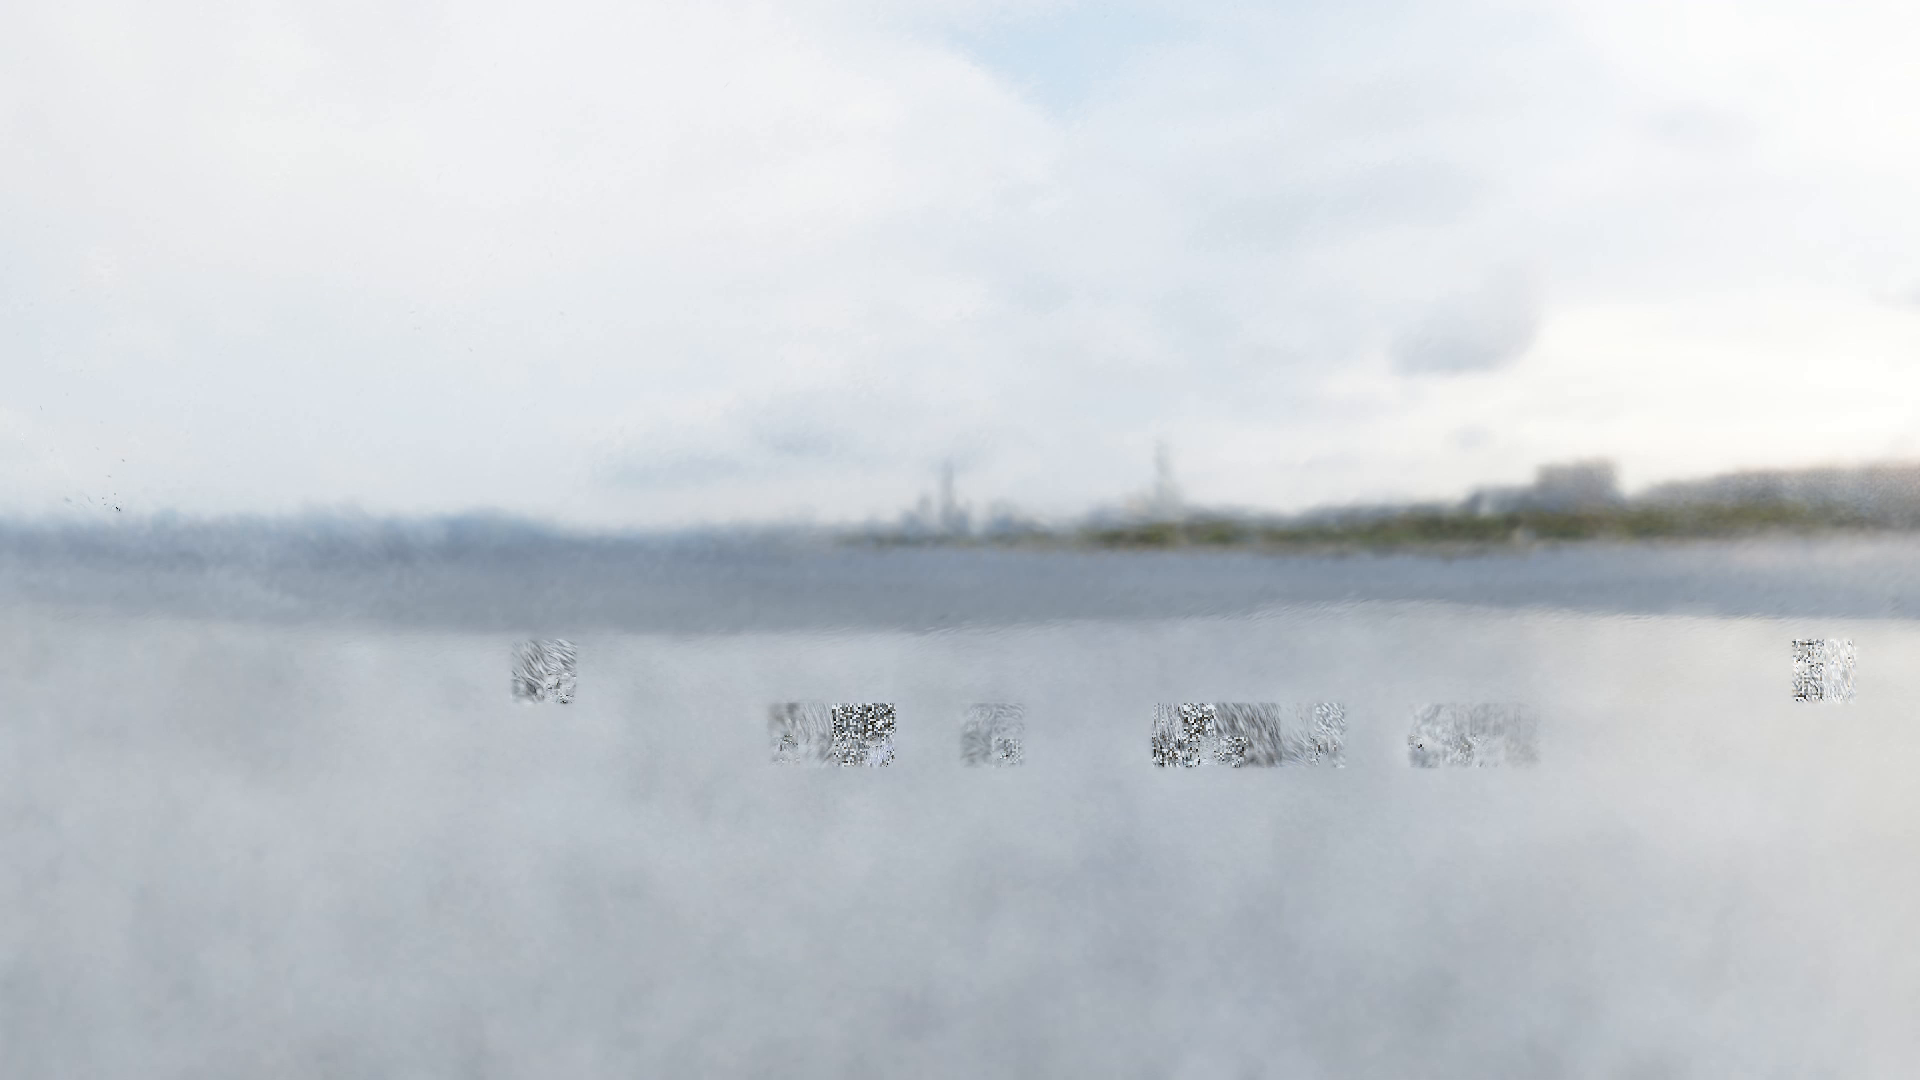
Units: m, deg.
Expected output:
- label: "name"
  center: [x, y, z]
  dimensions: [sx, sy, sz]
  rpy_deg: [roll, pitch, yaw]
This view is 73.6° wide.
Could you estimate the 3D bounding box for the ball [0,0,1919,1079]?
- label: "ball"
  center: [0.001, -0.002, 0.054]
  dimensions: [0.080, 0.080, 0.080]
  rpy_deg: [0, 4, 0]
